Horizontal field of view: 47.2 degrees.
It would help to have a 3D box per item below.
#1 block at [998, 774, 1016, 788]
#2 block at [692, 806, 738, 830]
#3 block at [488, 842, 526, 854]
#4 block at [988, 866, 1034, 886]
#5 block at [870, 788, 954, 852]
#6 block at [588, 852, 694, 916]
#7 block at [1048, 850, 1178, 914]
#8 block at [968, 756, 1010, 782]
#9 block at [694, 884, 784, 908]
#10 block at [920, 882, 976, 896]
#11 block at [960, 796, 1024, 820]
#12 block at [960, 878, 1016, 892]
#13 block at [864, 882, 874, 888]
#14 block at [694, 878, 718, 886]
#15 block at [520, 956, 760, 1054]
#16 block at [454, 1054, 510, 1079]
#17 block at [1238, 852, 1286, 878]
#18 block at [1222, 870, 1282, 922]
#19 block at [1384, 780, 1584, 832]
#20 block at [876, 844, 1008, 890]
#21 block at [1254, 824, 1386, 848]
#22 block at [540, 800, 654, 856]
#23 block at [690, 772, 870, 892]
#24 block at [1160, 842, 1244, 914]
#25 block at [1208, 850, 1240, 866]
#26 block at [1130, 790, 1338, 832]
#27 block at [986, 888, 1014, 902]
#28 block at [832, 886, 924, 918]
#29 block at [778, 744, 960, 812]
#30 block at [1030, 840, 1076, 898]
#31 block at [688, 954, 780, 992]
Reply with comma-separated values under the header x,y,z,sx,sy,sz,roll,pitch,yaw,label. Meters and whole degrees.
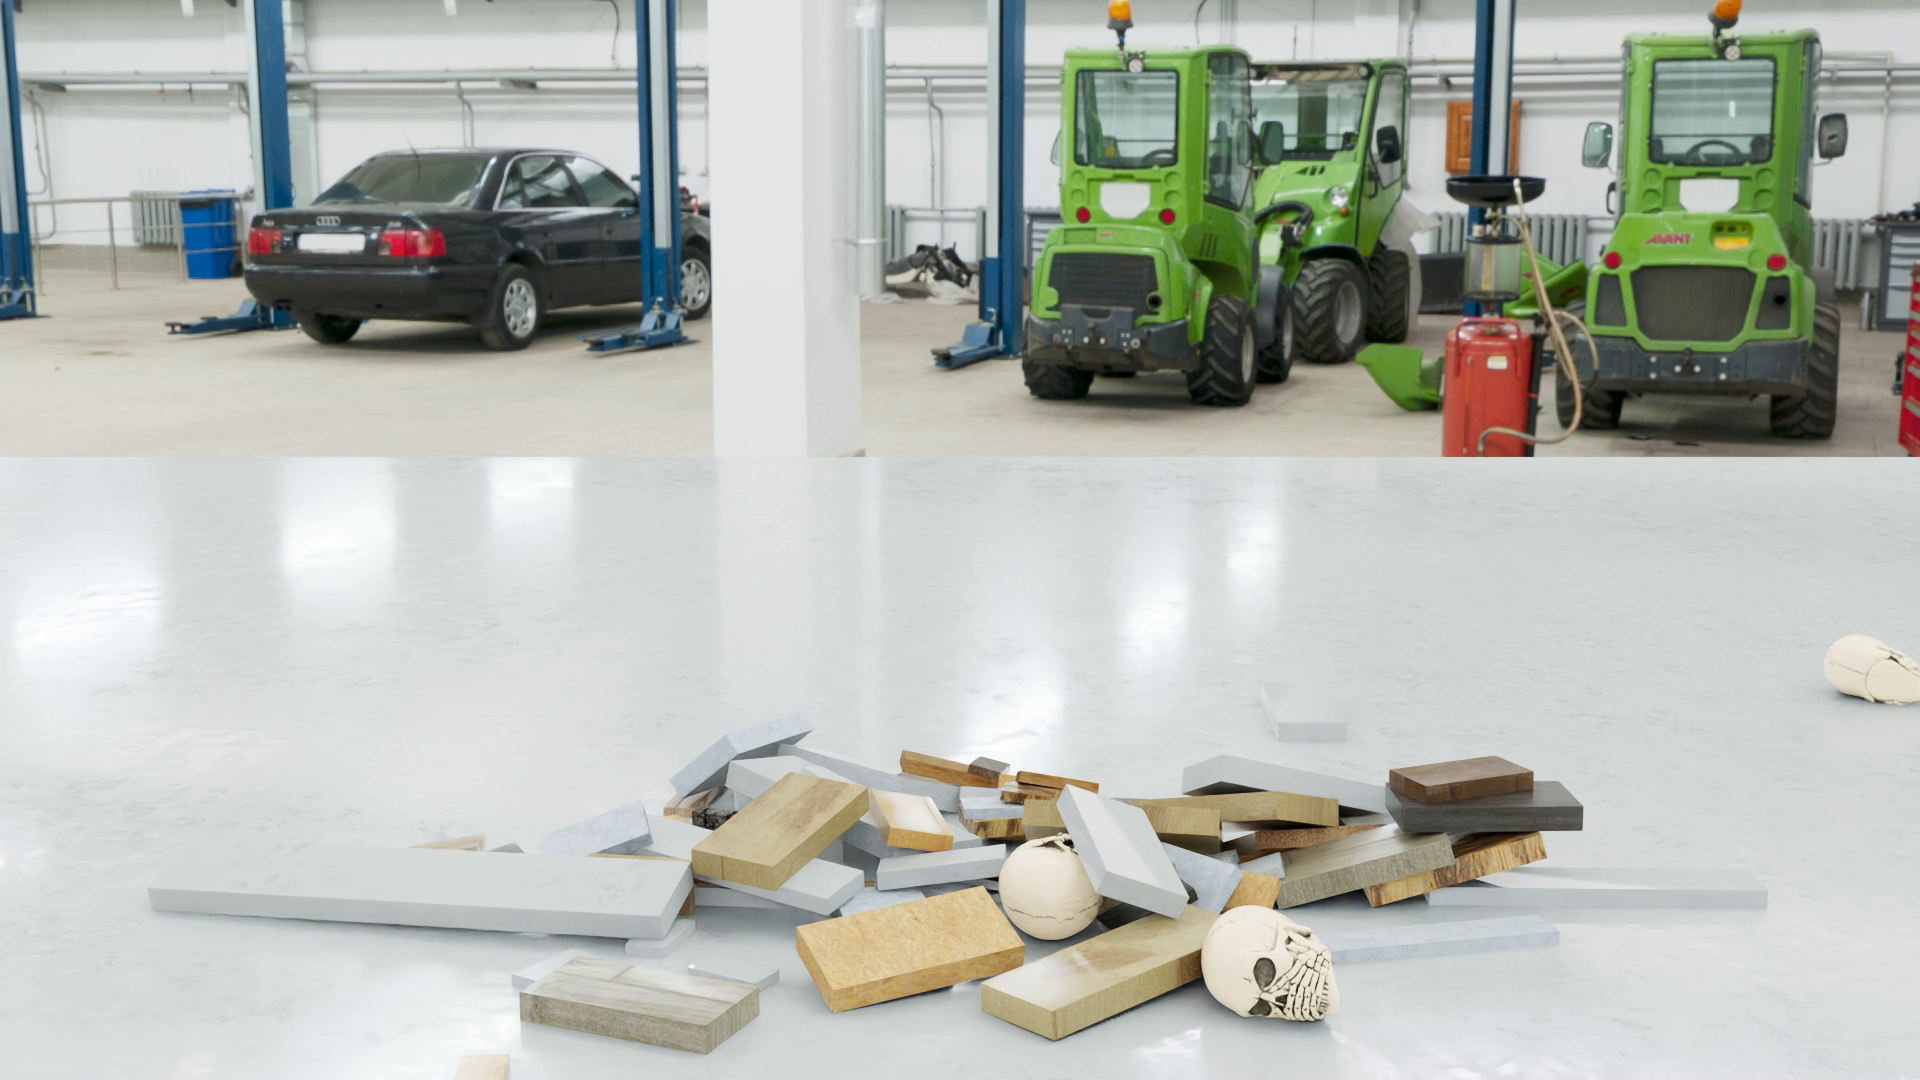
x,y,z,sx,sy,sz,roll,pitch,yaw,label
0.143,0.461,4.134,0.093,0.026,0.185,3,-7,18,block
-0.353,0.522,3.741,0.215,0.108,0.030,4,12,22,block
-0.796,0.546,3.665,0.140,0.020,0.070,-17,19,-25,block
0.059,0.554,3.684,0.072,0.020,0.143,11,-4,-24,block
-0.086,0.481,3.769,0.109,0.031,0.219,10,9,-13,block
-0.521,0.561,3.583,0.175,0.088,0.025,2,13,11,block
0.249,0.564,3.584,0.192,0.027,0.096,4,50,20,block
0.057,0.441,4.241,0.063,0.018,0.126,14,4,9,block
-0.392,0.576,3.660,0.215,0.030,0.108,1,11,5,block
-0.015,0.577,3.620,0.101,0.014,0.050,7,13,32,block
0.071,0.474,3.900,0.134,0.019,0.067,-1,11,-5,block
0.036,0.566,3.644,0.101,0.014,0.050,7,-4,33,block
-0.191,0.583,3.669,0.095,0.013,0.047,0,11,1,block
-0.436,0.541,3.680,0.215,0.030,0.108,2,11,13,block
-0.459,0.664,3.151,0.305,0.043,0.153,5,11,23,block
-0.638,0.719,2.924,0.064,0.018,0.128,-1,11,-5,block
0.467,0.559,3.648,0.143,0.020,0.072,-19,8,9,block
0.444,0.573,3.588,0.143,0.020,0.072,7,53,32,block
0.869,0.443,3.659,0.294,0.042,0.147,0,10,-1,block
-0.028,0.535,3.599,0.209,0.030,0.104,-7,4,2,block
0.629,0.516,3.825,0.214,0.030,0.107,3,-10,-36,block
-0.602,0.497,3.647,0.176,0.025,0.088,-20,37,-6,block
-0.292,0.476,3.624,0.154,0.044,0.308,8,22,26,block
0.363,0.558,3.610,0.192,0.027,0.096,12,58,47,block
0.393,0.553,3.693,0.143,0.020,0.072,-15,4,17,block
0.473,0.474,3.811,0.165,0.047,0.329,13,-16,-41,block
0.035,0.587,3.647,0.101,0.014,0.050,-2,11,-9,block
-0.110,0.610,3.450,0.143,0.041,0.286,-2,11,-12,block
-0.173,0.449,4.156,0.335,0.047,0.167,10,-5,43,block
0.221,0.554,3.641,0.192,0.027,0.096,4,50,20,block
-0.339,0.651,3.295,0.124,0.018,0.062,6,12,30,block
